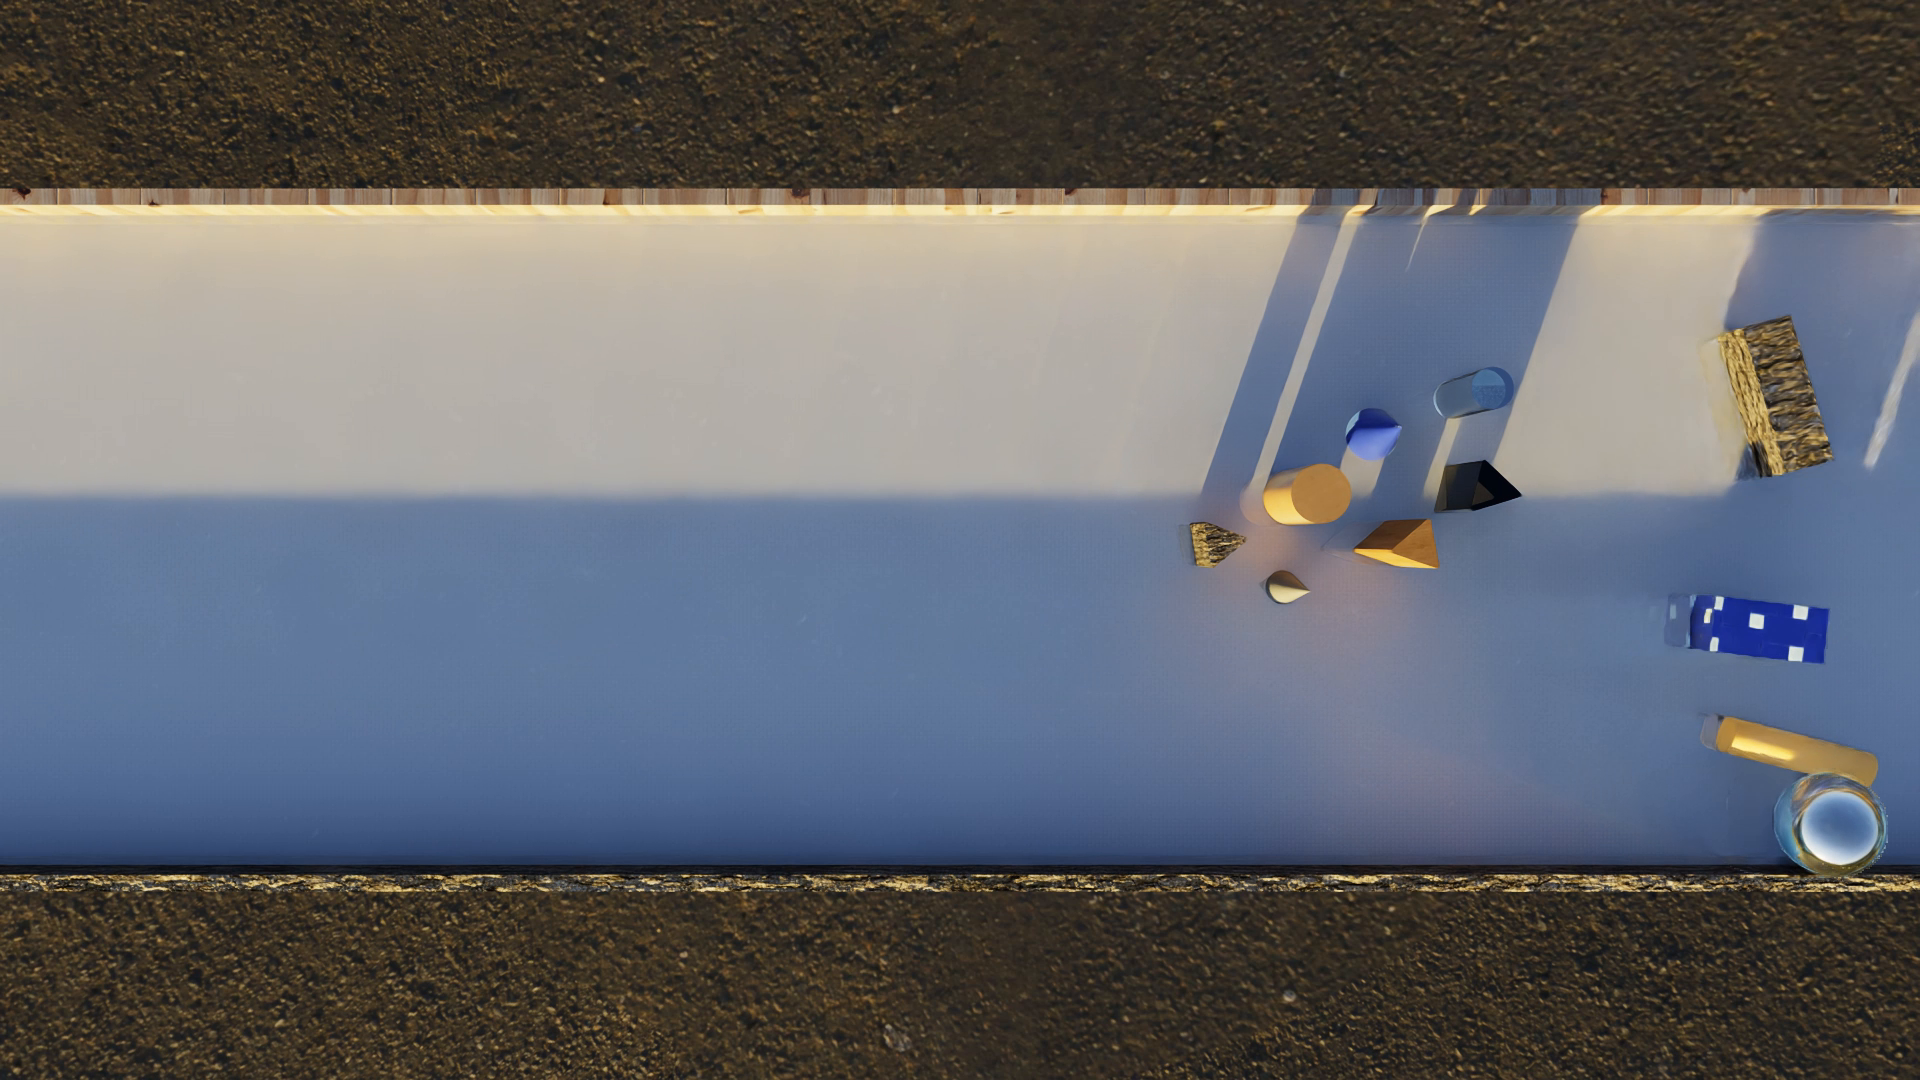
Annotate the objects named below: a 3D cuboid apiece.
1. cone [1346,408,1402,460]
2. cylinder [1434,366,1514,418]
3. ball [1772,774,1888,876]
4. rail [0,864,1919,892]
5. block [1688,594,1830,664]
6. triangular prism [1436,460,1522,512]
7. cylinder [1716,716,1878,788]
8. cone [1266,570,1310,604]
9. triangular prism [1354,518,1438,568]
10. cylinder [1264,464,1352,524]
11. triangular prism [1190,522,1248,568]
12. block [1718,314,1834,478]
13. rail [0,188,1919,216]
[{"bbox_3d":[1.269,-0.325,4.904,0.163,0.345,0.163,0,90,0],"label":"cone"},{"bbox_3d":[1.518,-0.433,4.888,0.122,0.376,0.122,0,90,0],"label":"cylinder"},{"bbox_3d":[2.596,0.849,4.926,0.302,0.302,0.302,0,90,0],"label":"ball"},{"bbox_3d":[-2.247,1.025,5.001,12.000,0.150,0.050,0,90,0],"label":"rail"},{"bbox_3d":[2.411,0.268,4.989,0.333,0.165,0.165,7,90,2],"label":"block"},{"bbox_3d":[1.514,-0.167,4.892,0.148,0.369,0.128,-17,90,0],"label":"triangular prism"},{"bbox_3d":[2.547,0.646,5.021,0.441,0.111,0.111,14,90,0],"label":"cylinder"},{"bbox_3d":[0.992,0.145,4.872,0.104,0.409,0.104,0,90,0],"label":"cone"},{"bbox_3d":[1.295,-0.002,4.848,0.140,0.457,0.121,19,90,0],"label":"triangular prism"},{"bbox_3d":[1.017,-0.131,4.861,0.170,0.432,0.170,0,90,0],"label":"cylinder"},{"bbox_3d":[0.745,-0.006,4.926,0.132,0.301,0.115,-39,90,0],"label":"triangular prism"},{"bbox_3d":[2.463,-0.431,4.984,0.152,0.152,0.451,-15,87,-3],"label":"block"},{"bbox_3d":[-2.247,-1.025,5.002,12.000,0.150,0.050,0,90,0],"label":"rail"}]
